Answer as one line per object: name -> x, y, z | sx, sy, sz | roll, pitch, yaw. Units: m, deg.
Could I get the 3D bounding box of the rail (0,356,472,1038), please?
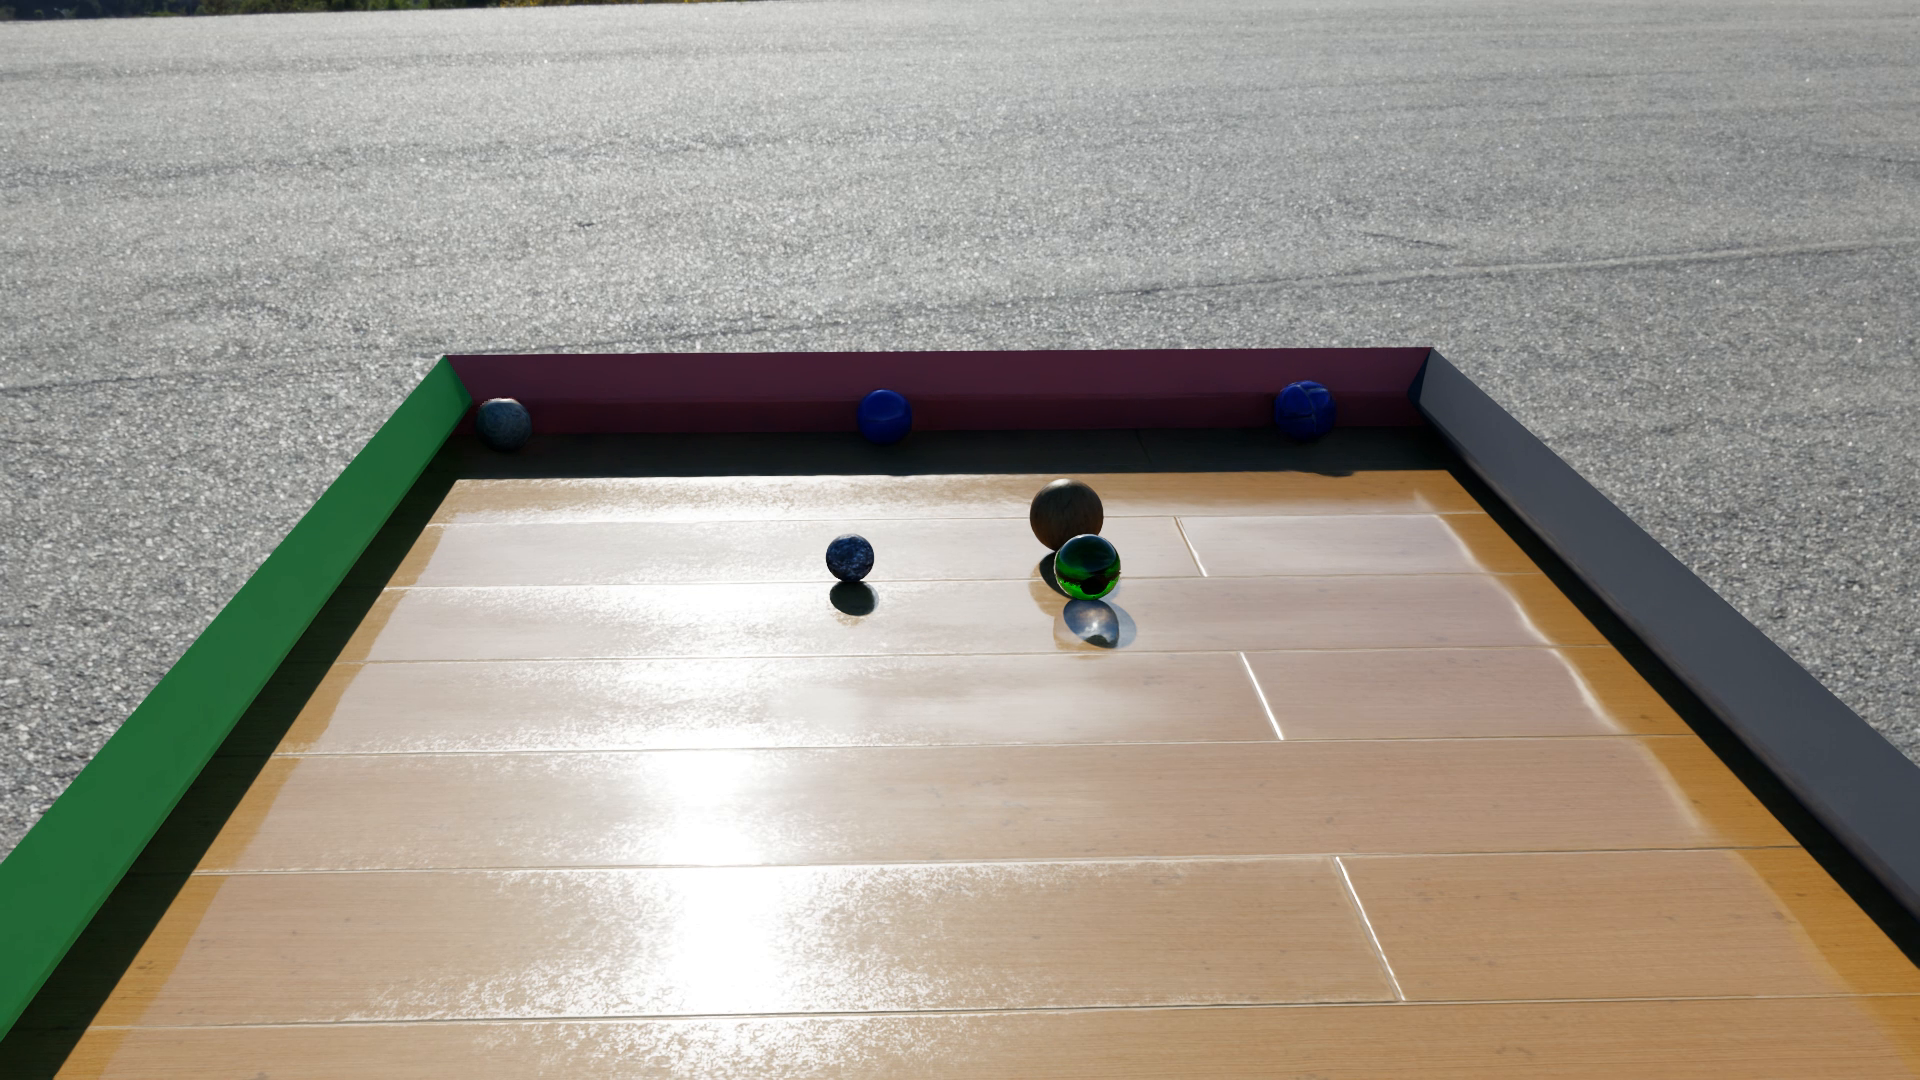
rail -> -0.668, 0.187, 1.885 | 0.045, 0.116, 2.708 | -1, 17, -2

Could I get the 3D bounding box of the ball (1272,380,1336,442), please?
ball -> 0.492, -0.183, 3.141 | 0.088, 0.088, 0.088 | 0, 17, 0

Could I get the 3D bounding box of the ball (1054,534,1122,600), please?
ball -> 0.143, 0.030, 2.468 | 0.075, 0.075, 0.075 | 0, 17, 0

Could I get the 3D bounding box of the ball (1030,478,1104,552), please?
ball -> 0.128, -0.029, 2.637 | 0.090, 0.090, 0.090 | 0, 17, 0

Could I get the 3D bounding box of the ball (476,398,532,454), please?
ball -> -0.640, -0.161, 3.085 | 0.078, 0.078, 0.078 | 0, 17, 0

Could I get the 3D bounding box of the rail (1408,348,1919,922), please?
rail -> 0.719, 0.172, 1.935 | 0.045, 0.116, 2.708 | -1, 17, -2

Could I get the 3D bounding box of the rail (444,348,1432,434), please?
rail -> -0.025, -0.211, 3.180 | 1.435, 0.116, 0.045 | -1, 17, -2

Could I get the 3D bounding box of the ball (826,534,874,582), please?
ball -> -0.127, 0.020, 2.532 | 0.057, 0.057, 0.057 | 0, 17, 0

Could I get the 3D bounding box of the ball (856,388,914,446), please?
ball -> -0.107, -0.175, 3.126 | 0.080, 0.080, 0.080 | 0, 17, 0
